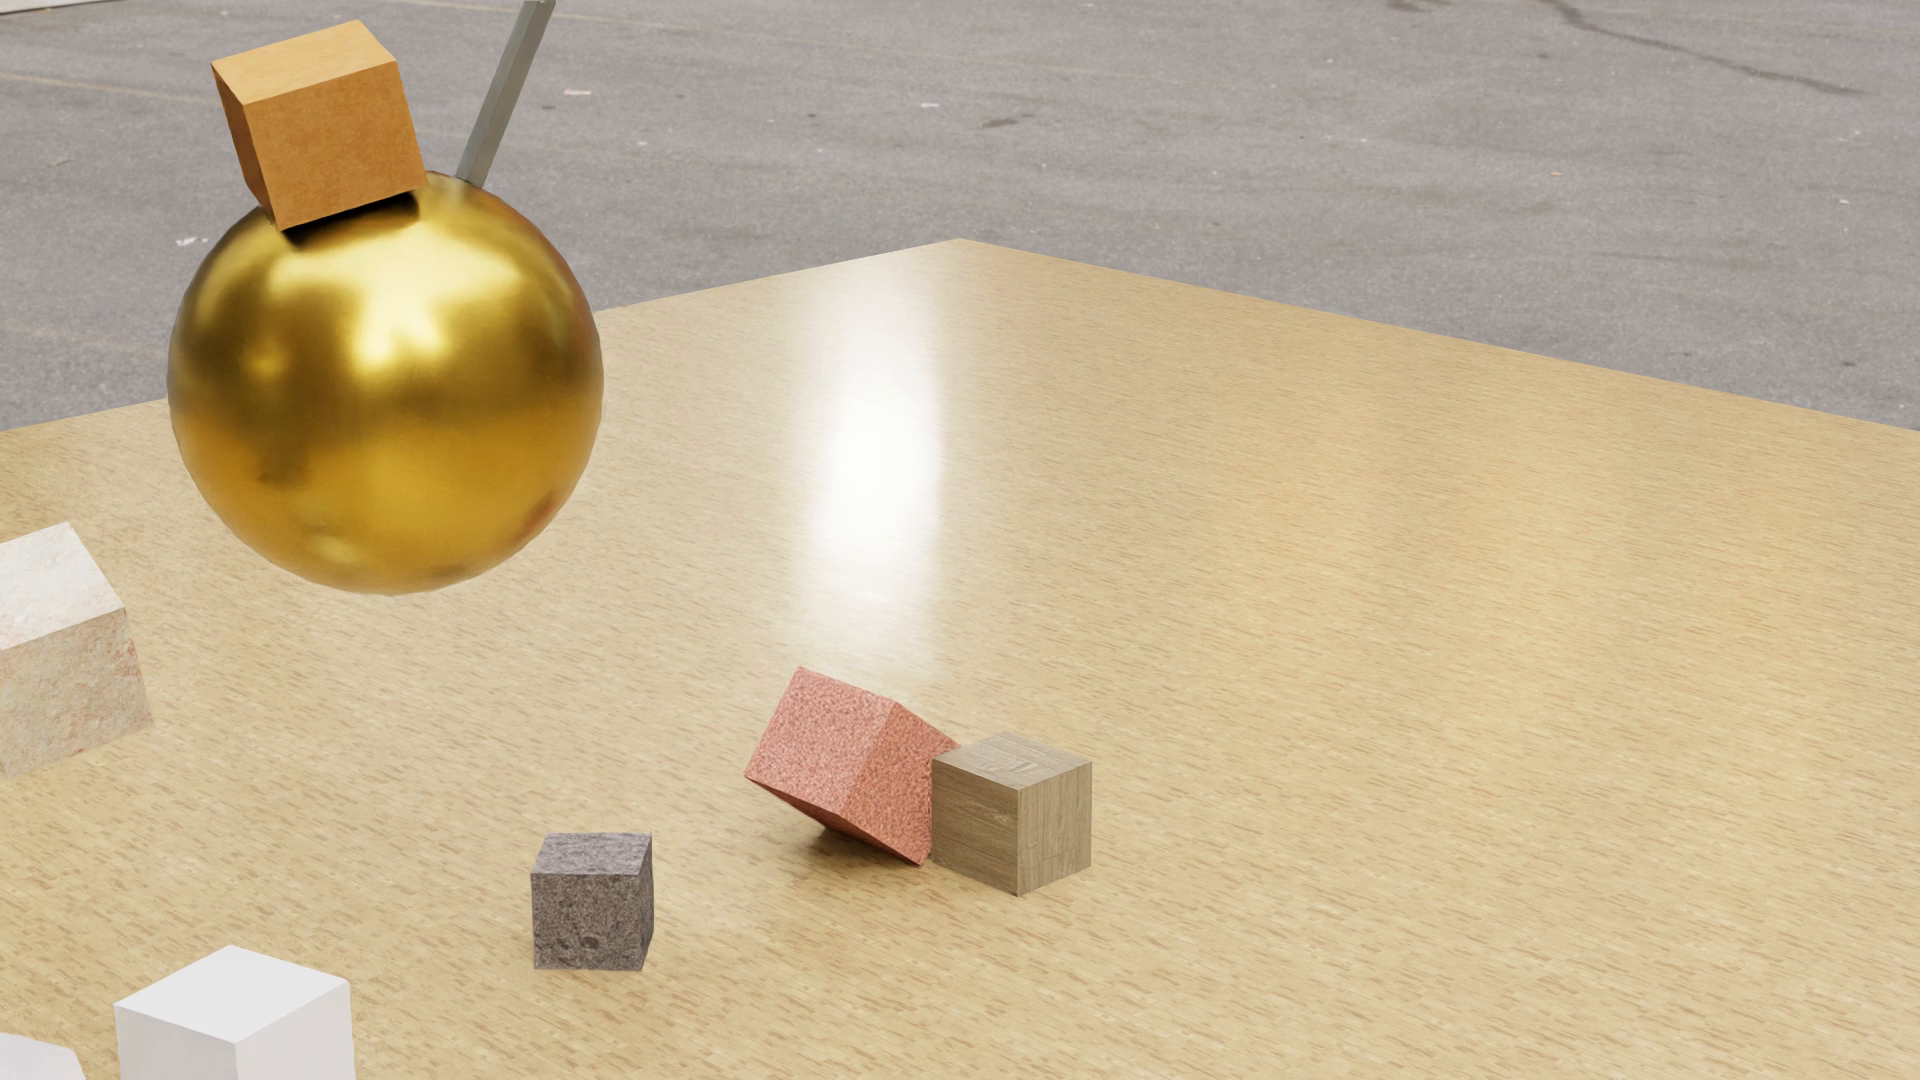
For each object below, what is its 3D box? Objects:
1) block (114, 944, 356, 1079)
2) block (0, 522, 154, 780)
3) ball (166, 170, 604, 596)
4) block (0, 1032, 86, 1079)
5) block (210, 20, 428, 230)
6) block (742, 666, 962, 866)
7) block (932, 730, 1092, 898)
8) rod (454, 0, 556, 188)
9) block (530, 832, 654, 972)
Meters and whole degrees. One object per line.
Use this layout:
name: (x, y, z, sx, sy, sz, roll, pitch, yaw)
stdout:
block: (-2.749, 1.970, 11.158, 0.616, 0.550, 0.606, 10, 20, 29)
block: (-3.100, 0.365, 9.857, 0.506, 0.502, 0.590, -21, 40, -25)
ball: (-2.129, -0.590, 10.924, 1.600, 1.600, 1.600, 0, 17, 0)
block: (-3.389, 2.074, 10.000, 0.682, 0.561, 0.640, 24, 12, -38)
block: (-2.275, -1.479, 10.411, 0.549, 0.474, 0.529, -20, 32, -17)
block: (-0.464, 1.045, 13.590, 0.658, 0.572, 0.658, 17, -14, 43)
block: (0.238, 1.253, 13.489, 0.489, 0.521, 0.547, -17, 24, -42)
rod: (-0.923, -3.757, 11.194, 0.080, 5.200, 0.080, 17, -6, 42)
block: (-1.579, 1.557, 12.640, 0.457, 0.450, 0.440, 0, 17, 2)
